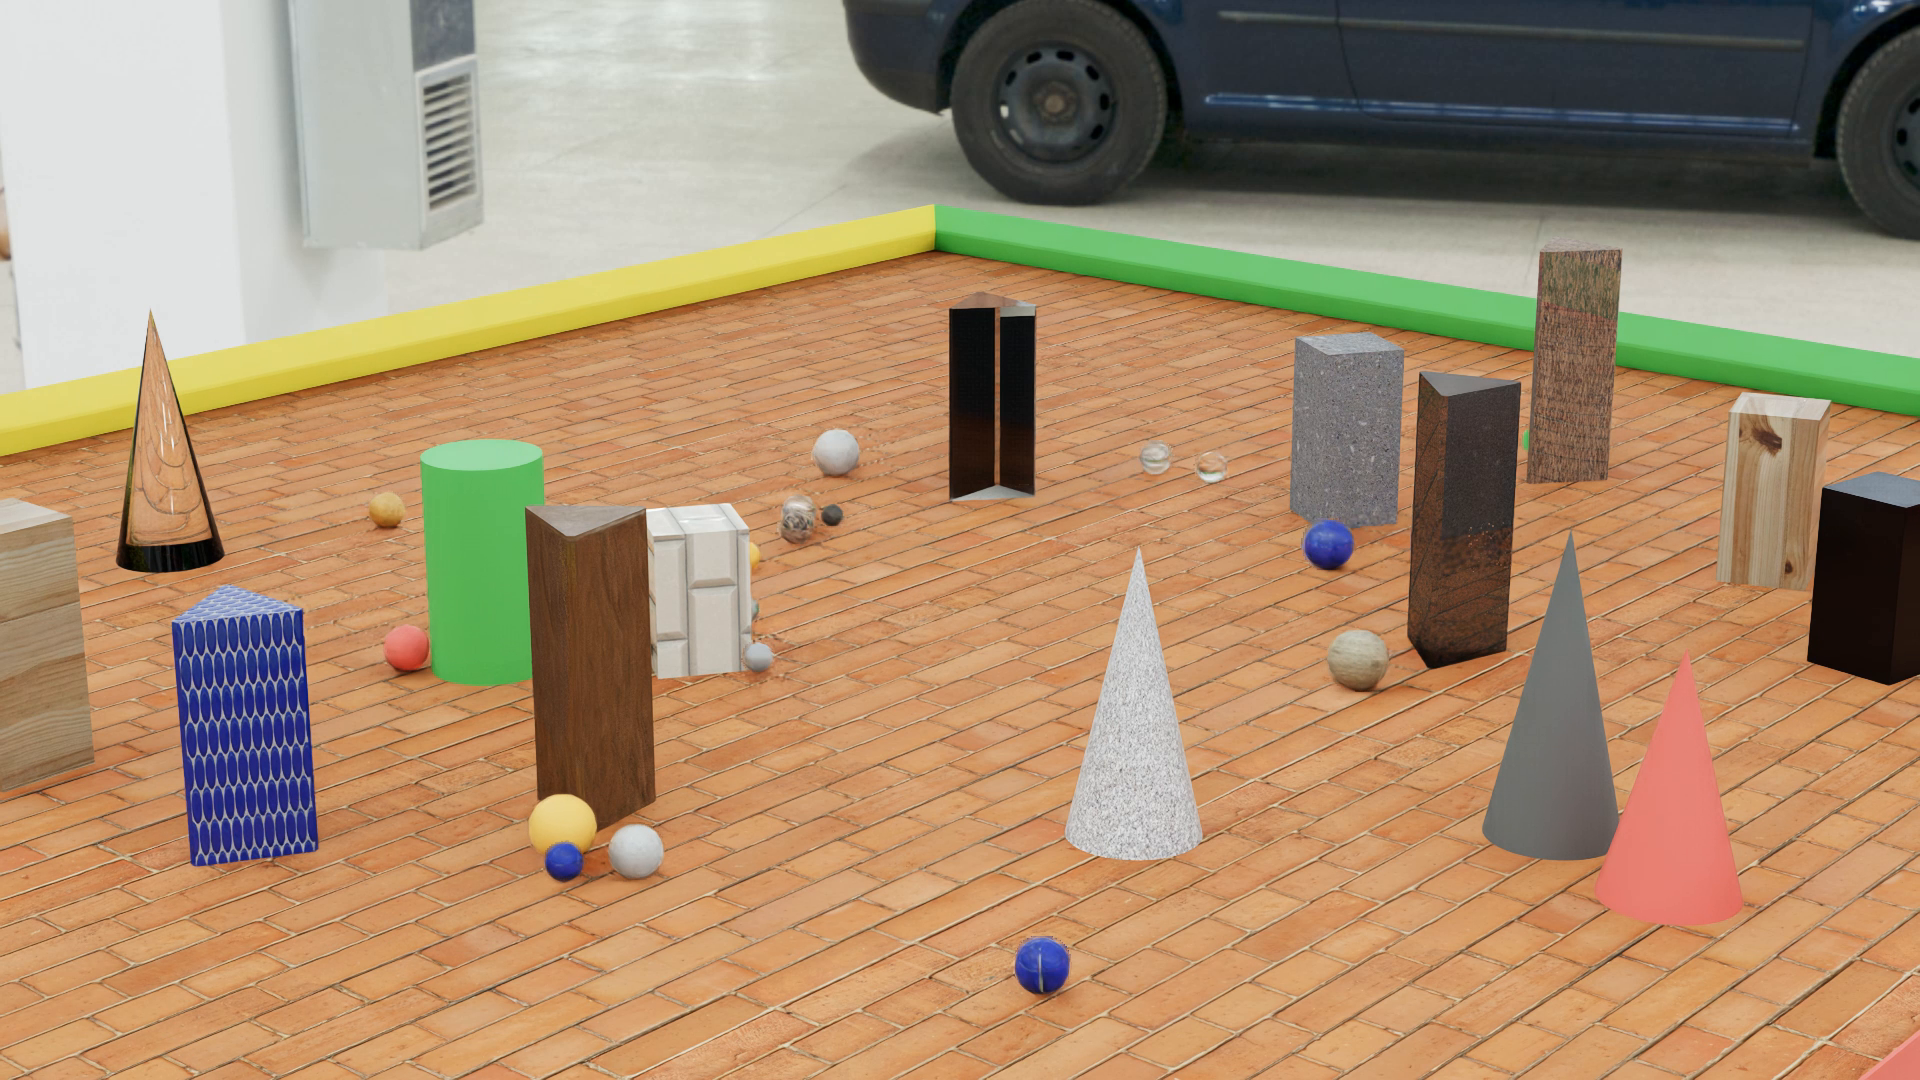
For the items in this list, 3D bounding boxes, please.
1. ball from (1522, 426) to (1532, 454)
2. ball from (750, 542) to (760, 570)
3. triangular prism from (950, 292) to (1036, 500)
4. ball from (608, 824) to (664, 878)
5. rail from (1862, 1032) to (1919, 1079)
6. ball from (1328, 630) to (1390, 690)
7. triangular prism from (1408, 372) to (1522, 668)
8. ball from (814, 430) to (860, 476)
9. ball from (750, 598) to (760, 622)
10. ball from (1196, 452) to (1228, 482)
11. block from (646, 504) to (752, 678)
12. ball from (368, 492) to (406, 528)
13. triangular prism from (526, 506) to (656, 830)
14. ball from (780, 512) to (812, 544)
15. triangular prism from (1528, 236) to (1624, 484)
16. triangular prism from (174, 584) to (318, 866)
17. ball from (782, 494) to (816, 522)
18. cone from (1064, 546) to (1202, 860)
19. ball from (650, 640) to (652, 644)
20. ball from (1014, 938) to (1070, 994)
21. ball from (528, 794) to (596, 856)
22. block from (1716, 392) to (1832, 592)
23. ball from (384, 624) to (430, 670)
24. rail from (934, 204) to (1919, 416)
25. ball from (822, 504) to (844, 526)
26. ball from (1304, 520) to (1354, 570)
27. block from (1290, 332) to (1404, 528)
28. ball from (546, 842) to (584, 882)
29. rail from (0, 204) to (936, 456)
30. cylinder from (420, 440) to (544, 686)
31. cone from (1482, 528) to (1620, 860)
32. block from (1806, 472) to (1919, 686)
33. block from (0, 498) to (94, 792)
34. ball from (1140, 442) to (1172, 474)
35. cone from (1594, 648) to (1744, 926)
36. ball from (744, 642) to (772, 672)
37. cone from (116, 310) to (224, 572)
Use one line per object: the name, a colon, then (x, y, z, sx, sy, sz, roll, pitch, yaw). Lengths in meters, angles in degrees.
ball: (1.183, -0.202, 5.999, 0.067, 0.067, 0.067, 0, 17, 0)
ball: (-0.385, 0.030, 5.251, 0.055, 0.055, 0.055, 0, 17, 0)
triangular prism: (0.051, -0.283, 5.725, 0.167, 0.381, 0.145, -3, 17, -10)
ball: (-0.435, 0.418, 3.933, 0.074, 0.074, 0.074, 0, 17, 0)
rail: (1.558, 0.422, 3.826, 0.045, 0.125, 4.589, 14, 22, 39)
ball: (0.632, 0.189, 4.651, 0.096, 0.096, 0.096, 0, 17, 0)
triangular prism: (0.792, -0.040, 4.789, 0.167, 0.455, 0.145, -11, 20, -32)
ball: (-0.247, -0.175, 5.862, 0.094, 0.094, 0.094, 0, 17, 0)
ball: (-0.353, 0.117, 4.862, 0.044, 0.044, 0.044, 0, 17, 0)
ball: (0.499, -0.144, 5.815, 0.062, 0.062, 0.062, 0, 17, 0)
block: (-0.432, 0.081, 4.762, 0.154, 0.239, 0.154, -5, 17, -15)
ball: (-1.078, -0.056, 5.513, 0.067, 0.067, 0.067, 0, 17, 0)
triangular prism: (-0.543, 0.173, 4.113, 0.145, 0.438, 0.167, 10, 19, 30)
ball: (-0.302, -0.022, 5.414, 0.061, 0.061, 0.061, 0, 17, 0)
triangular prism: (1.196, -0.360, 5.830, 0.167, 0.466, 0.145, -3, 17, -9)
triangular prism: (-0.986, 0.248, 4.020, 0.167, 0.348, 0.145, -6, 18, -18)
ball: (-0.302, -0.053, 5.506, 0.065, 0.065, 0.065, 0, 17, 0)
cone: (0.242, 0.208, 4.029, 0.193, 0.421, 0.193, 0, 17, 0)
ball: (-0.537, 0.165, 4.736, 0.075, 0.075, 0.075, 0, 17, 0)
ball: (0.101, 0.522, 3.594, 0.069, 0.069, 0.069, 0, 17, 0)
ball: (-0.541, 0.391, 3.990, 0.092, 0.092, 0.092, 0, 17, 0)
block: (1.442, -0.087, 5.197, 0.154, 0.310, 0.154, 7, 18, 22)
ball: (-0.892, 0.174, 4.728, 0.074, 0.074, 0.074, 0, 17, 0)
rail: (1.489, -0.464, 6.762, 4.173, 0.125, 0.045, 14, 22, 39)
ball: (-0.241, -0.046, 5.527, 0.042, 0.042, 0.042, 0, 17, 0)
ball: (0.662, 0.008, 5.262, 0.090, 0.090, 0.090, 0, 17, 0)
block: (0.730, -0.207, 5.546, 0.154, 0.338, 0.154, -5, 17, -16)
ball: (-0.529, 0.431, 3.926, 0.051, 0.051, 0.051, 0, 17, 0)
rail: (-1.558, -0.359, 6.415, 0.045, 0.125, 4.589, 14, 22, 39)
cylinder: (-0.761, 0.034, 4.716, 0.193, 0.356, 0.193, 0, 17, 0)
cone: (0.826, 0.196, 4.024, 0.193, 0.445, 0.193, 0, 17, 0)
block: (1.491, 0.060, 4.735, 0.154, 0.295, 0.154, -13, 21, -38)
block: (-1.391, 0.151, 4.283, 0.154, 0.382, 0.154, 14, 21, 38)
ball: (0.392, -0.163, 5.873, 0.065, 0.065, 0.065, 0, 17, 0)
cone: (0.938, 0.304, 3.834, 0.193, 0.348, 0.193, 0, 17, 0)
ball: (-0.325, 0.189, 4.718, 0.047, 0.047, 0.047, 0, 17, 0)
cone: (-1.438, -0.192, 5.275, 0.193, 0.465, 0.193, 0, 17, 0)
